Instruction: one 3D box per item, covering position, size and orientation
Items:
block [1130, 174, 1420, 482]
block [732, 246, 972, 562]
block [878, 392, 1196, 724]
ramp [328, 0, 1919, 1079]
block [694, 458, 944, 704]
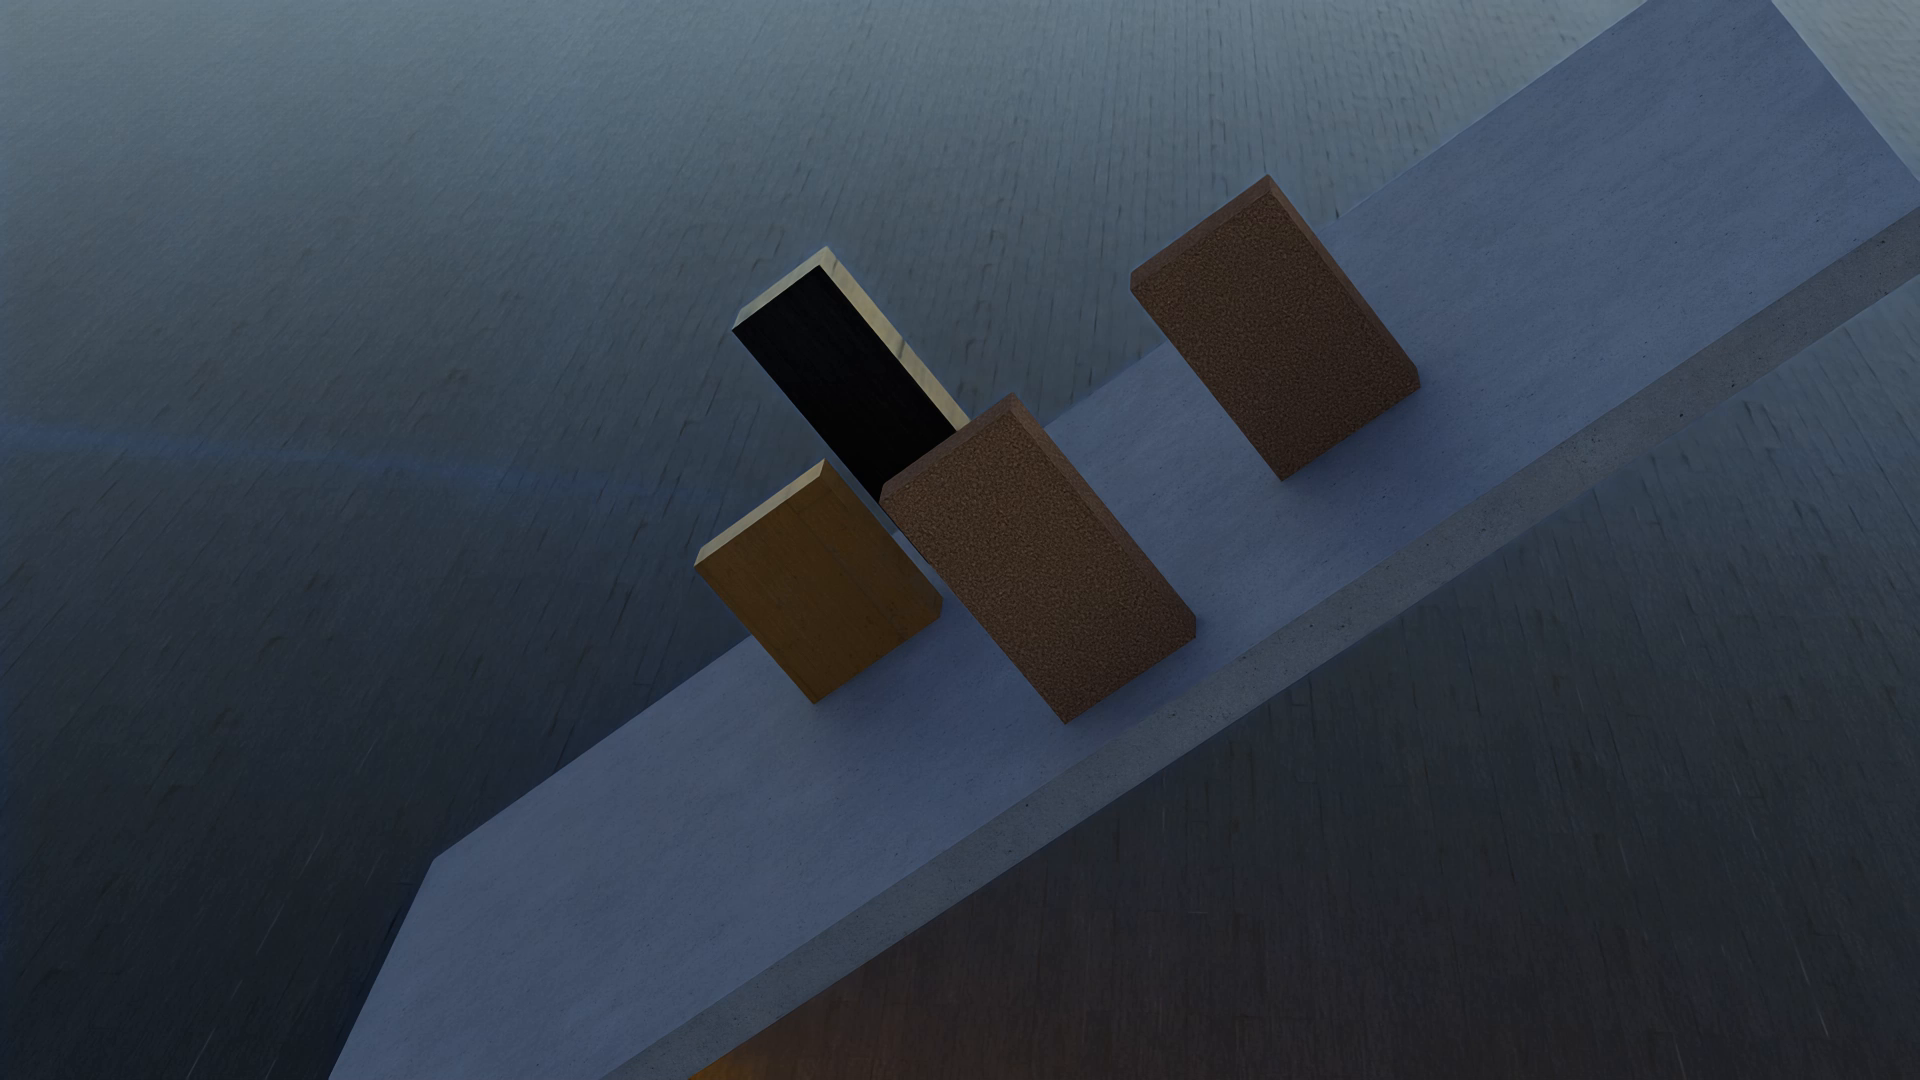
[{"bbox_3d":[0.613,-0.410,5.725,0.331,0.495,0.113,-35,16,17],"label":"block"},{"bbox_3d":[-0.191,-0.312,6.874,0.262,0.730,0.146,-35,16,17],"label":"block"},{"bbox_3d":[0.147,0.038,5.446,0.304,0.560,0.096,-35,16,17],"label":"block"},{"bbox_3d":[0.125,0.182,6.330,4.000,0.100,2.000,-35,16,17],"label":"ramp"},{"bbox_3d":[-0.316,0.096,6.608,0.366,0.424,0.106,-35,16,17],"label":"block"}]
